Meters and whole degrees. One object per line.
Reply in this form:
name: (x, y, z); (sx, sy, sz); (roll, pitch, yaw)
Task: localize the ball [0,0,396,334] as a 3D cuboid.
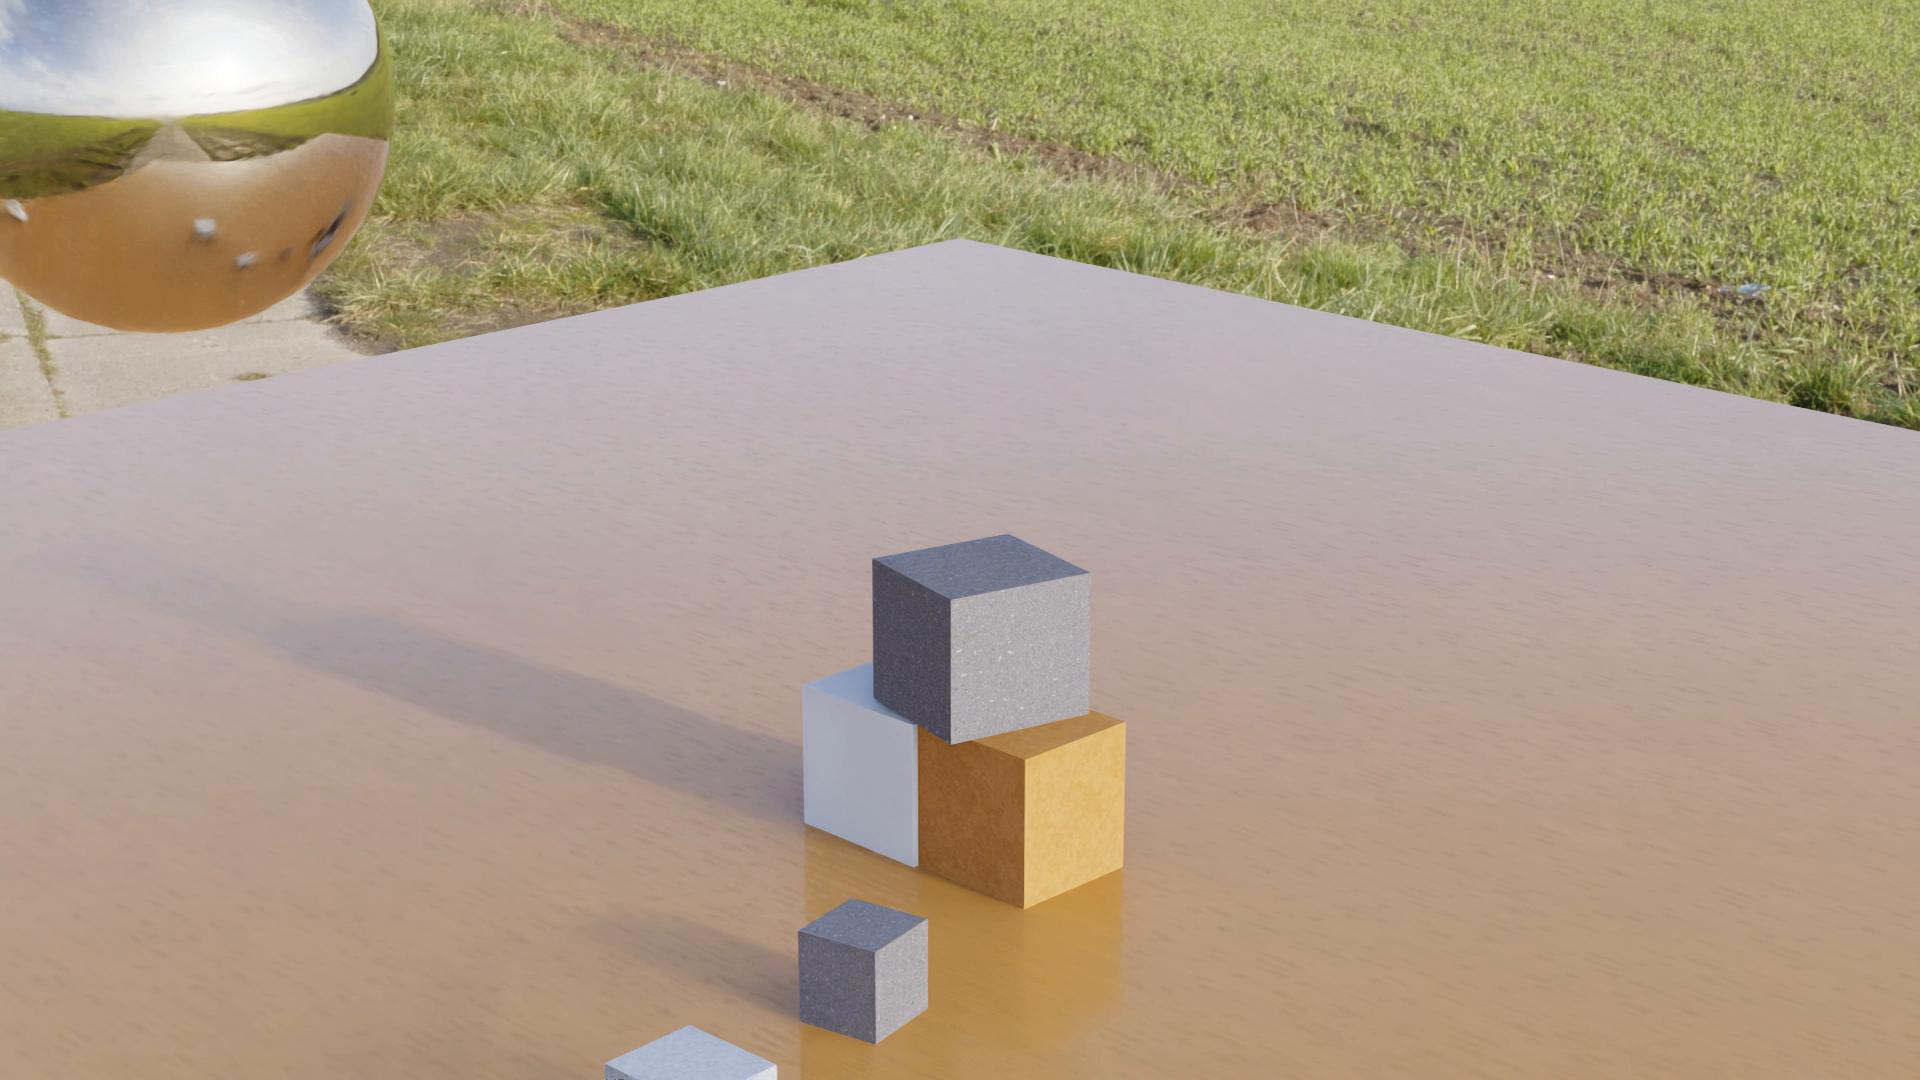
ball: (-2.738, -1.504, 9.999); (1.600, 1.600, 1.600); (0, 17, 0)

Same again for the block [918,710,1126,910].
block: (0.281, 1.166, 13.437); (0.660, 0.718, 0.676); (-17, 24, -42)

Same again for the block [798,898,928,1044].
block: (-0.396, 1.767, 12.044); (0.379, 0.408, 0.383); (11, 20, 31)

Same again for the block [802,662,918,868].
block: (-0.223, 1.020, 13.928); (0.748, 0.703, 0.730); (17, 24, 42)

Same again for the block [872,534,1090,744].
block: (0.094, 0.441, 13.415); (0.737, 0.680, 0.695); (-10, 20, -30)

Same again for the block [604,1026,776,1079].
block: (-0.994, 2.130, 10.883); (0.475, 0.410, 0.423); (15, 23, 40)
